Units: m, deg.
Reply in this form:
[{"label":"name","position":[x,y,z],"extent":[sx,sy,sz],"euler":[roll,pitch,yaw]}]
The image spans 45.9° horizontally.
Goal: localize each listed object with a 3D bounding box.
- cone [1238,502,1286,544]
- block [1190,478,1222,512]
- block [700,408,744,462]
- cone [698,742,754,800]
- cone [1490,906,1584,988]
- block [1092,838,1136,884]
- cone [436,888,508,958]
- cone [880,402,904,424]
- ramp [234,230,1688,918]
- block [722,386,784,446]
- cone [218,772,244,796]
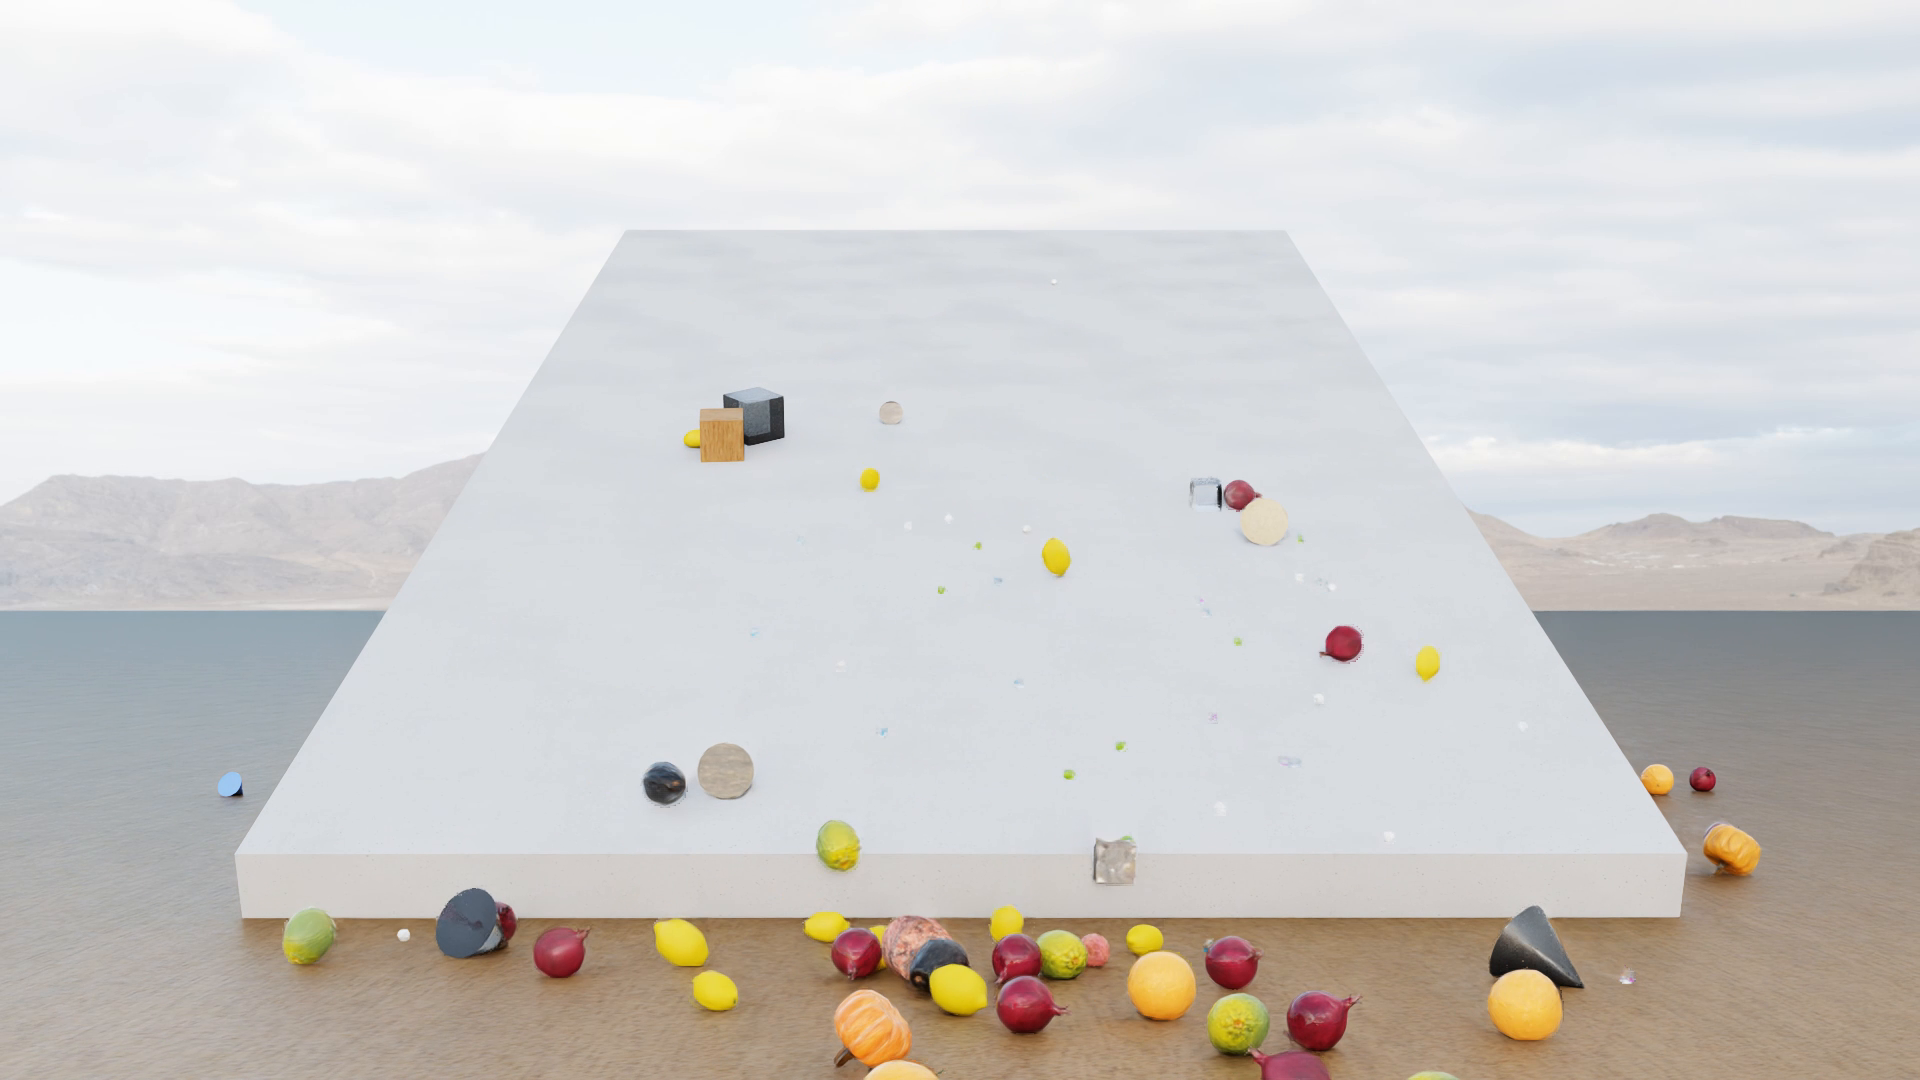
[{"label":"cone","position":[0.582,-0.029,4.327],"extent":[0.090,0.090,0.090],"euler":[0,4,14]},{"label":"block","position":[0.485,-0.089,4.474],"extent":[0.052,0.052,0.052],"euler":[-2,20,-5]},{"label":"block","position":[-0.501,-0.221,4.775],"extent":[0.090,0.090,0.090],"euler":[-2,20,-5]},{"label":"cone","position":[-0.340,0.339,3.321],"extent":[0.082,0.082,0.082],"euler":[0,-7,-1]},{"label":"cone","position":[0.679,0.488,2.606],"extent":[0.098,0.098,0.098],"euler":[2,24,-46]},{"label":"block","position":[0.211,0.438,3.090],"extent":[0.053,0.053,0.053],"euler":[4,-1,-1]},{"label":"cone","position":[-0.594,0.497,2.851],"extent":[0.091,0.091,0.091],"euler":[-1,-29,29]},{"label":"cone","position":[-0.152,-0.277,5.027],"extent":[0.053,0.053,0.053],"euler":[0,-6,0]},{"label":"ramp","position":[-0.005,-0.208,5.017],"extent":[2.000,0.100,4.000],"euler":[0,20,0]},{"label":"block","position":[-0.445,-0.267,4.897],"extent":[0.094,0.094,0.094],"euler":[-16,25,-37]},{"label":"cone","position":[-1.657,0.570,5.193],"extent":[0.060,0.060,0.060],"euler":[-1,-28,17]}]
